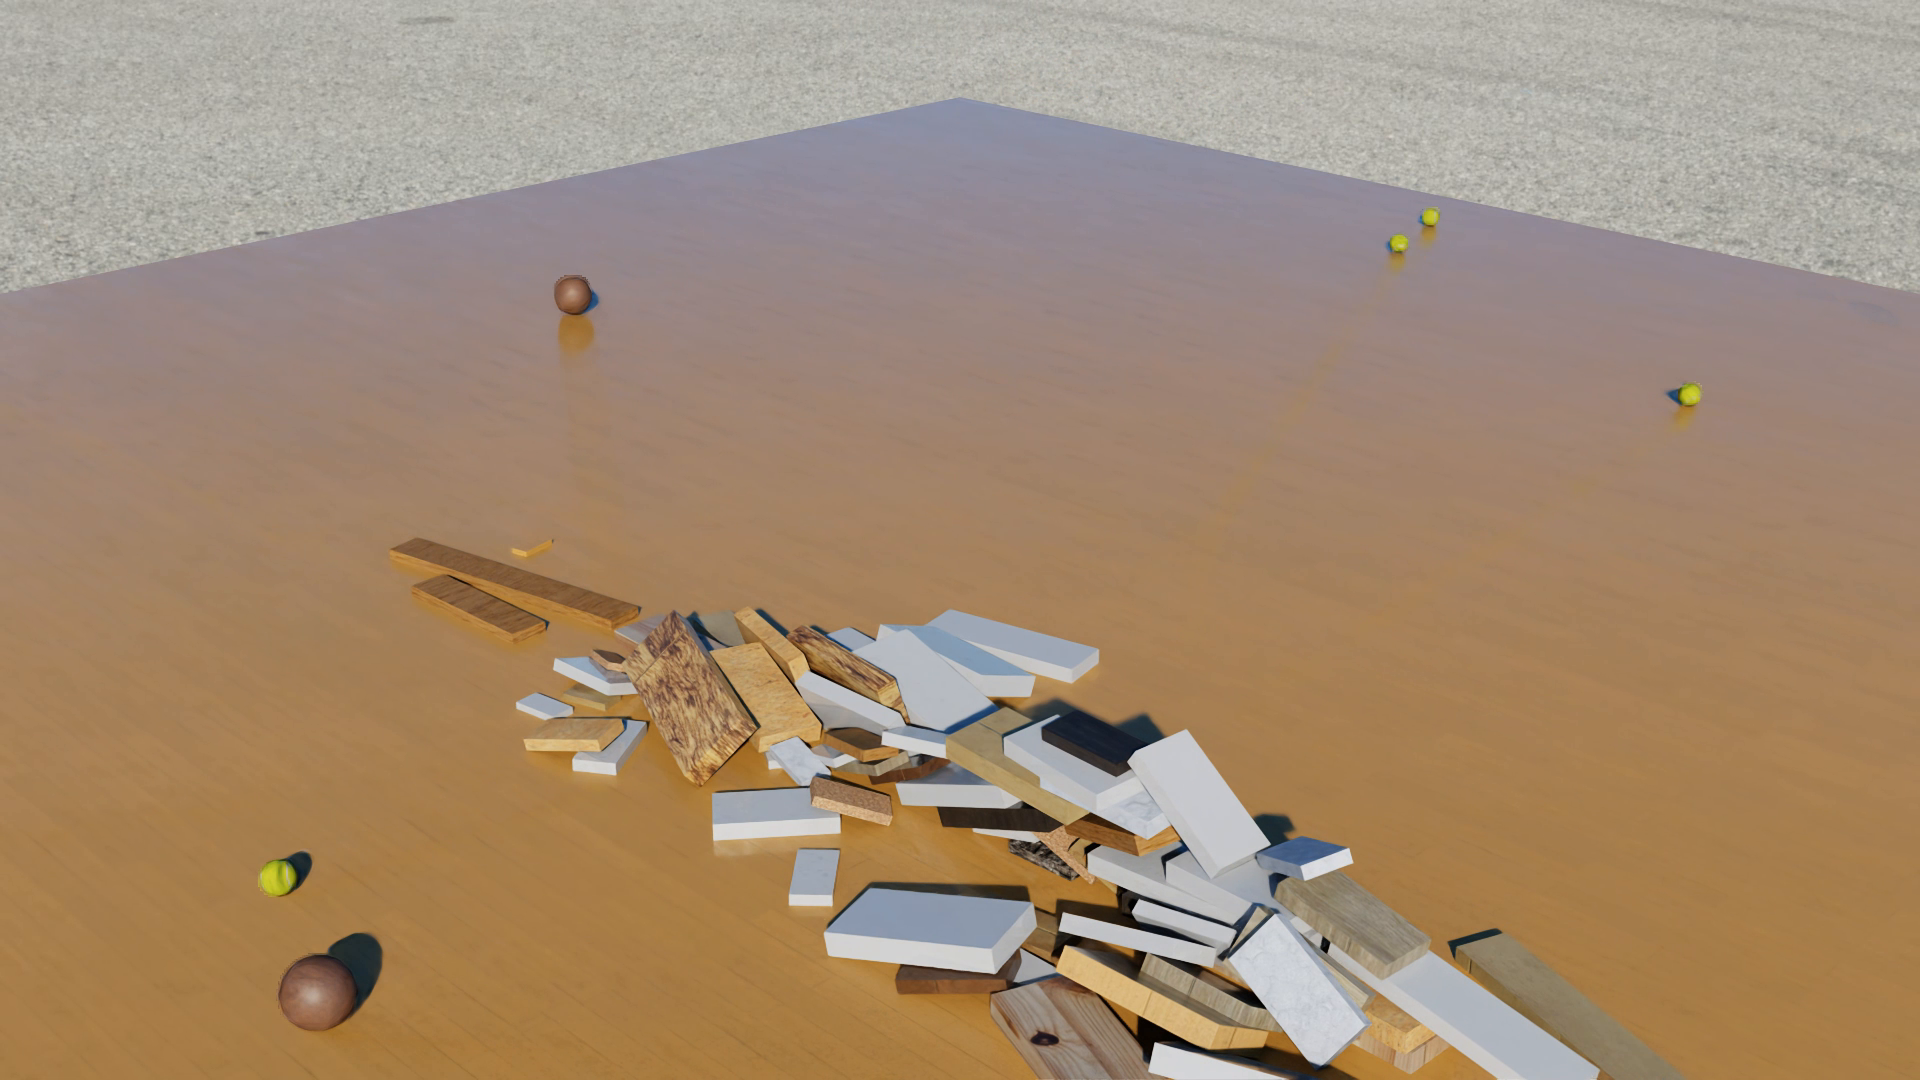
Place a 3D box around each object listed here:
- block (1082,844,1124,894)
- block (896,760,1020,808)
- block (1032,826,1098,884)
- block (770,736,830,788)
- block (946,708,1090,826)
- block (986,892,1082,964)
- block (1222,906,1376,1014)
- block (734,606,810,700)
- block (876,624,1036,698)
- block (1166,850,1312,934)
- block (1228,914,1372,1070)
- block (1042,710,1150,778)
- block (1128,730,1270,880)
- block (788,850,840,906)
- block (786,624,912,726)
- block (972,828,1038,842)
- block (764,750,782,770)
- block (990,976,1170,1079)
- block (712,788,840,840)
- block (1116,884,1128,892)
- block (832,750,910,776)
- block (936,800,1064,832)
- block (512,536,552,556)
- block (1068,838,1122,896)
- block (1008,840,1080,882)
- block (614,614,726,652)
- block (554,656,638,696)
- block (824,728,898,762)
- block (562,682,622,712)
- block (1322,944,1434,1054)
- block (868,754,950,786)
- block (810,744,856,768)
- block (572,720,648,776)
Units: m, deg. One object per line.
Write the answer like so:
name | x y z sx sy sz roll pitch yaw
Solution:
block | 0.301 0.627 4.178 0.128 0.018 0.064 39 41 14
block | 0.038 0.480 4.398 0.165 0.047 0.330 -23 10 -38
block | 0.223 0.591 4.249 0.160 0.023 0.080 39 41 24
block | -0.335 0.466 4.603 0.068 0.019 0.137 -18 39 -29
block | 0.145 0.432 4.240 0.165 0.047 0.330 -23 34 -38
block | 0.111 0.714 4.040 0.203 0.029 0.102 16 28 33
block | 0.575 0.746 3.737 0.245 0.122 0.035 38 15 31
block | -0.409 0.267 4.940 0.041 0.144 0.287 -30 33 -18
block | -0.012 0.272 4.985 0.174 0.049 0.347 5 14 -45
block | 0.522 0.619 3.926 0.144 0.041 0.287 -19 27 -38
block | 0.570 0.758 3.696 0.237 0.118 0.034 51 21 27
block | 0.254 0.377 4.094 0.095 0.027 0.190 -24 33 -38
block | 0.433 0.477 3.986 0.132 0.037 0.264 -18 62 -37
block | -0.278 0.646 4.209 0.082 0.023 0.164 1 23 2
block | -0.239 0.319 4.782 0.048 0.171 0.342 -35 37 -24
block | 0.111 0.564 4.360 0.160 0.023 0.080 3 20 41
block | -0.386 0.444 4.689 0.068 0.019 0.137 -6 24 -13
block | 0.197 0.852 3.692 0.167 0.047 0.334 -10 25 -22
block | -0.370 0.549 4.421 0.252 0.036 0.126 -3 23 -6
block | 0.311 0.627 4.155 0.128 0.018 0.064 38 41 12
block | -0.188 0.458 4.574 0.084 0.024 0.167 -23 13 -34
block | 0.121 0.515 4.323 0.165 0.047 0.330 -23 10 -37
block | -1.110 0.016 5.706 0.049 0.014 0.099 13 26 28
block | 0.275 0.617 4.202 0.128 0.018 0.064 40 42 15
block | 0.182 0.612 4.290 0.160 0.023 0.080 20 30 39
block | -0.659 0.245 5.041 0.132 0.037 0.264 -20 30 -39
block | -0.818 0.307 4.967 0.193 0.027 0.096 19 12 38
block | -0.206 0.422 4.550 0.084 0.024 0.167 -6 12 -32
block | -0.823 0.350 4.914 0.117 0.017 0.059 12 26 26
block | 0.692 0.770 3.783 0.149 0.042 0.299 -19 30 -38
block | -0.104 0.469 4.516 0.084 0.024 0.167 -24 5 -41
block | -0.266 0.449 4.616 0.068 0.019 0.137 -21 12 -28
block | -0.746 0.439 4.691 0.096 0.027 0.192 5 23 11
